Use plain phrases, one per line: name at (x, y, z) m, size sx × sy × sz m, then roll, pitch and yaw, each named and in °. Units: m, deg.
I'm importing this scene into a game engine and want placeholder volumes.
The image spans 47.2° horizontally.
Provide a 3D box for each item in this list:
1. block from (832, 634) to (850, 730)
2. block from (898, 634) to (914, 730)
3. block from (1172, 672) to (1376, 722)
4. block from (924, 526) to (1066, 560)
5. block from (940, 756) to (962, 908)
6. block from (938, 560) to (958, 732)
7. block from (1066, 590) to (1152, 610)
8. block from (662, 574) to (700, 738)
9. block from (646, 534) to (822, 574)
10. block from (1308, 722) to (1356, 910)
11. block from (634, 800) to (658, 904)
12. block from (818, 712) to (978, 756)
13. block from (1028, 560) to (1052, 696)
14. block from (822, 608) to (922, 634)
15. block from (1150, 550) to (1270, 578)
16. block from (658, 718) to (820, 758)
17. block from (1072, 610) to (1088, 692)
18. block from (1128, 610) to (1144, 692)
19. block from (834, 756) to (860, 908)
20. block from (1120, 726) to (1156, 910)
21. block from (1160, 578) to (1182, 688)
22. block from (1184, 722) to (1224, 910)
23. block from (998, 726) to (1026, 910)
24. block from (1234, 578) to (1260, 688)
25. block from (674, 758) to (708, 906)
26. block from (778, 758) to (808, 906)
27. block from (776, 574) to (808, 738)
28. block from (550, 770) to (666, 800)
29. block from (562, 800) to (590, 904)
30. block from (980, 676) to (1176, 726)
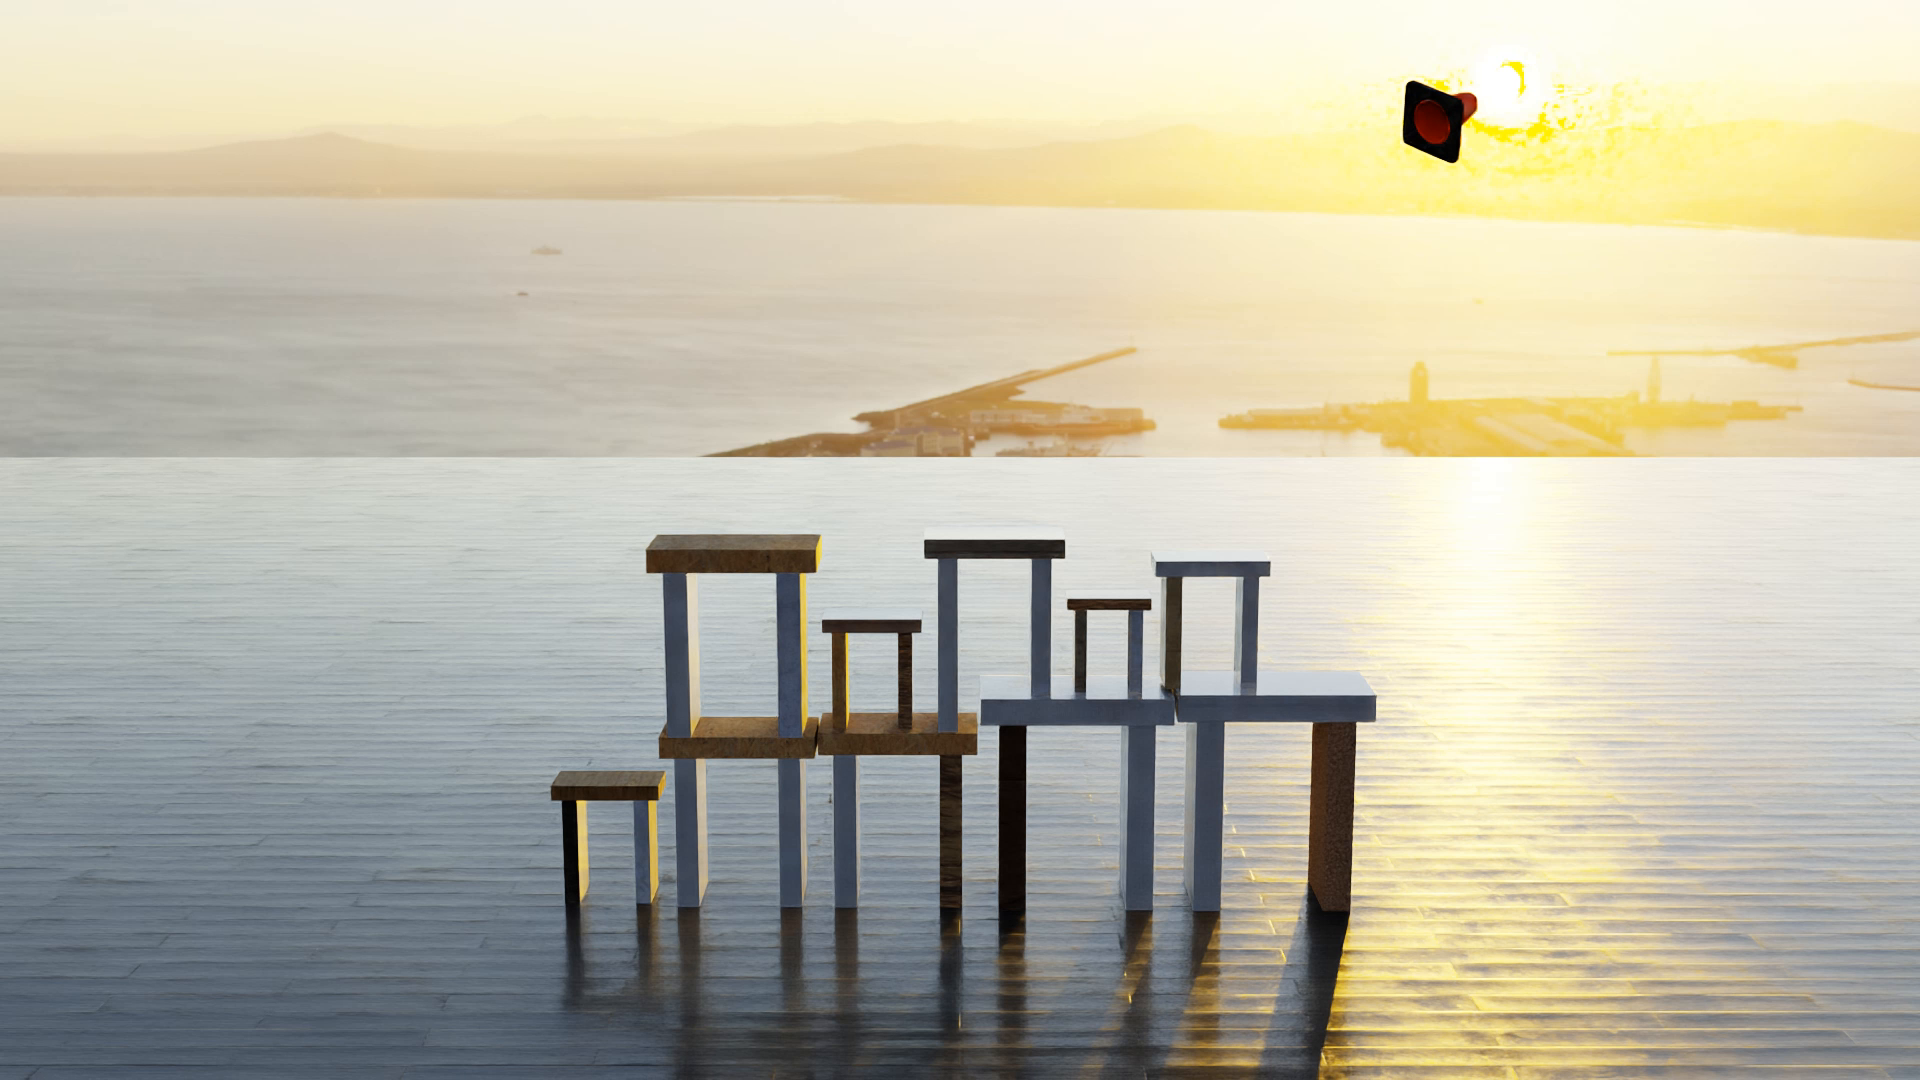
block at (-0.196, 0.222, 3.599) m, size 0.023 × 0.160 × 0.080 m, roll 0°, pitch 11°, yaw 0°
block at (-0.089, 0.222, 3.599) m, size 0.023 × 0.160 × 0.080 m, roll 0°, pitch 11°, yaw 0°
block at (0.509, 0.256, 3.603) m, size 0.318 × 0.045 × 0.159 m, roll 0°, pitch 11°, yaw 0°
block at (0.055, 0.004, 3.556) m, size 0.225 × 0.032 × 0.112 m, roll 0°, pitch 11°, yaw 0°
block at (-0.015, 0.463, 3.643) m, size 0.037 × 0.258 × 0.129 m, roll 0°, pitch 11°, yaw 0°
block at (-0.020, 0.160, 3.585) m, size 0.032 × 0.286 × 0.112 m, roll 0°, pitch 11°, yaw 0°
block at (0.241, 0.098, 3.576) m, size 0.136 × 0.019 × 0.068 m, roll 0°, pitch 11°, yaw 0°
block at (-0.454, 0.174, 3.591) m, size 0.038 × 0.271 × 0.135 m, roll 0°, pitch 11°, yaw 0°
block at (-0.364, 0.022, 3.563) m, size 0.271 × 0.038 × 0.135 m, roll 0°, pitch 11°, yaw 0°
block at (0.614, 0.434, 3.636) m, size 0.045 × 0.318 × 0.159 m, roll 0°, pitch 11°, yaw 0°
block at (-0.521, 0.504, 3.651) m, size 0.025 × 0.176 × 0.088 m, roll 0°, pitch 11°, yaw 0°
block at (-0.101, 0.318, 3.616) m, size 0.258 × 0.037 × 0.129 m, roll 0°, pitch 11°, yaw 0°
block at (0.130, 0.131, 3.579) m, size 0.032 × 0.225 × 0.113 m, roll 0°, pitch 11°, yaw 0°
block at (-0.142, 0.132, 3.582) m, size 0.160 × 0.023 × 0.080 m, roll 0°, pitch 11°, yaw 0°
block at (0.406, 0.038, 3.571) m, size 0.185 × 0.026 × 0.092 m, roll 0°, pitch 11°, yaw 0°
block at (-0.361, 0.325, 3.618) m, size 0.252 × 0.036 × 0.126 m, roll 0°, pitch 11°, yaw 0°
block at (0.195, 0.174, 3.590) m, size 0.019 × 0.136 × 0.068 m, roll 0°, pitch 11°, yaw 0°
block at (0.286, 0.174, 3.589) m, size 0.019 × 0.136 × 0.068 m, roll 0°, pitch 11°, yaw 0°
block at (-0.187, 0.463, 3.643) m, size 0.037 × 0.258 × 0.129 m, roll 0°, pitch 11°, yaw 0°
block at (0.293, 0.437, 3.639) m, size 0.044 × 0.311 × 0.156 m, roll 0°, pitch 11°, yaw 0°
block at (0.344, 0.142, 3.590) m, size 0.026 × 0.184 × 0.092 m, roll 0°, pitch 11°, yaw 0°
block at (0.403, 0.434, 3.636) m, size 0.045 × 0.318 × 0.159 m, roll 0°, pitch 11°, yaw 0°
block at (0.085, 0.437, 3.639) m, size 0.044 × 0.311 × 0.156 m, roll 0°, pitch 11°, yaw 0°
block at (0.468, 0.142, 3.590) m, size 0.026 × 0.185 × 0.092 m, roll 0°, pitch 11°, yaw 0°
block at (-0.445, 0.466, 3.645) m, size 0.036 × 0.252 × 0.126 m, roll 0°, pitch 11°, yaw 0°
block at (-0.277, 0.466, 3.645) m, size 0.036 × 0.252 × 0.126 m, roll 0°, pitch 11°, yaw 0°
block at (-0.274, 0.174, 3.591) m, size 0.038 × 0.271 × 0.135 m, roll 0°, pitch 11°, yaw 0°
block at (-0.580, 0.406, 3.632) m, size 0.175 × 0.025 × 0.088 m, roll 0°, pitch 11°, yaw 0°
block at (-0.638, 0.504, 3.651) m, size 0.025 × 0.176 × 0.088 m, roll 0°, pitch 11°, yaw 0°
block at (0.189, 0.262, 3.606) m, size 0.311 × 0.044 × 0.156 m, roll 0°, pitch 11°, yaw 0°
